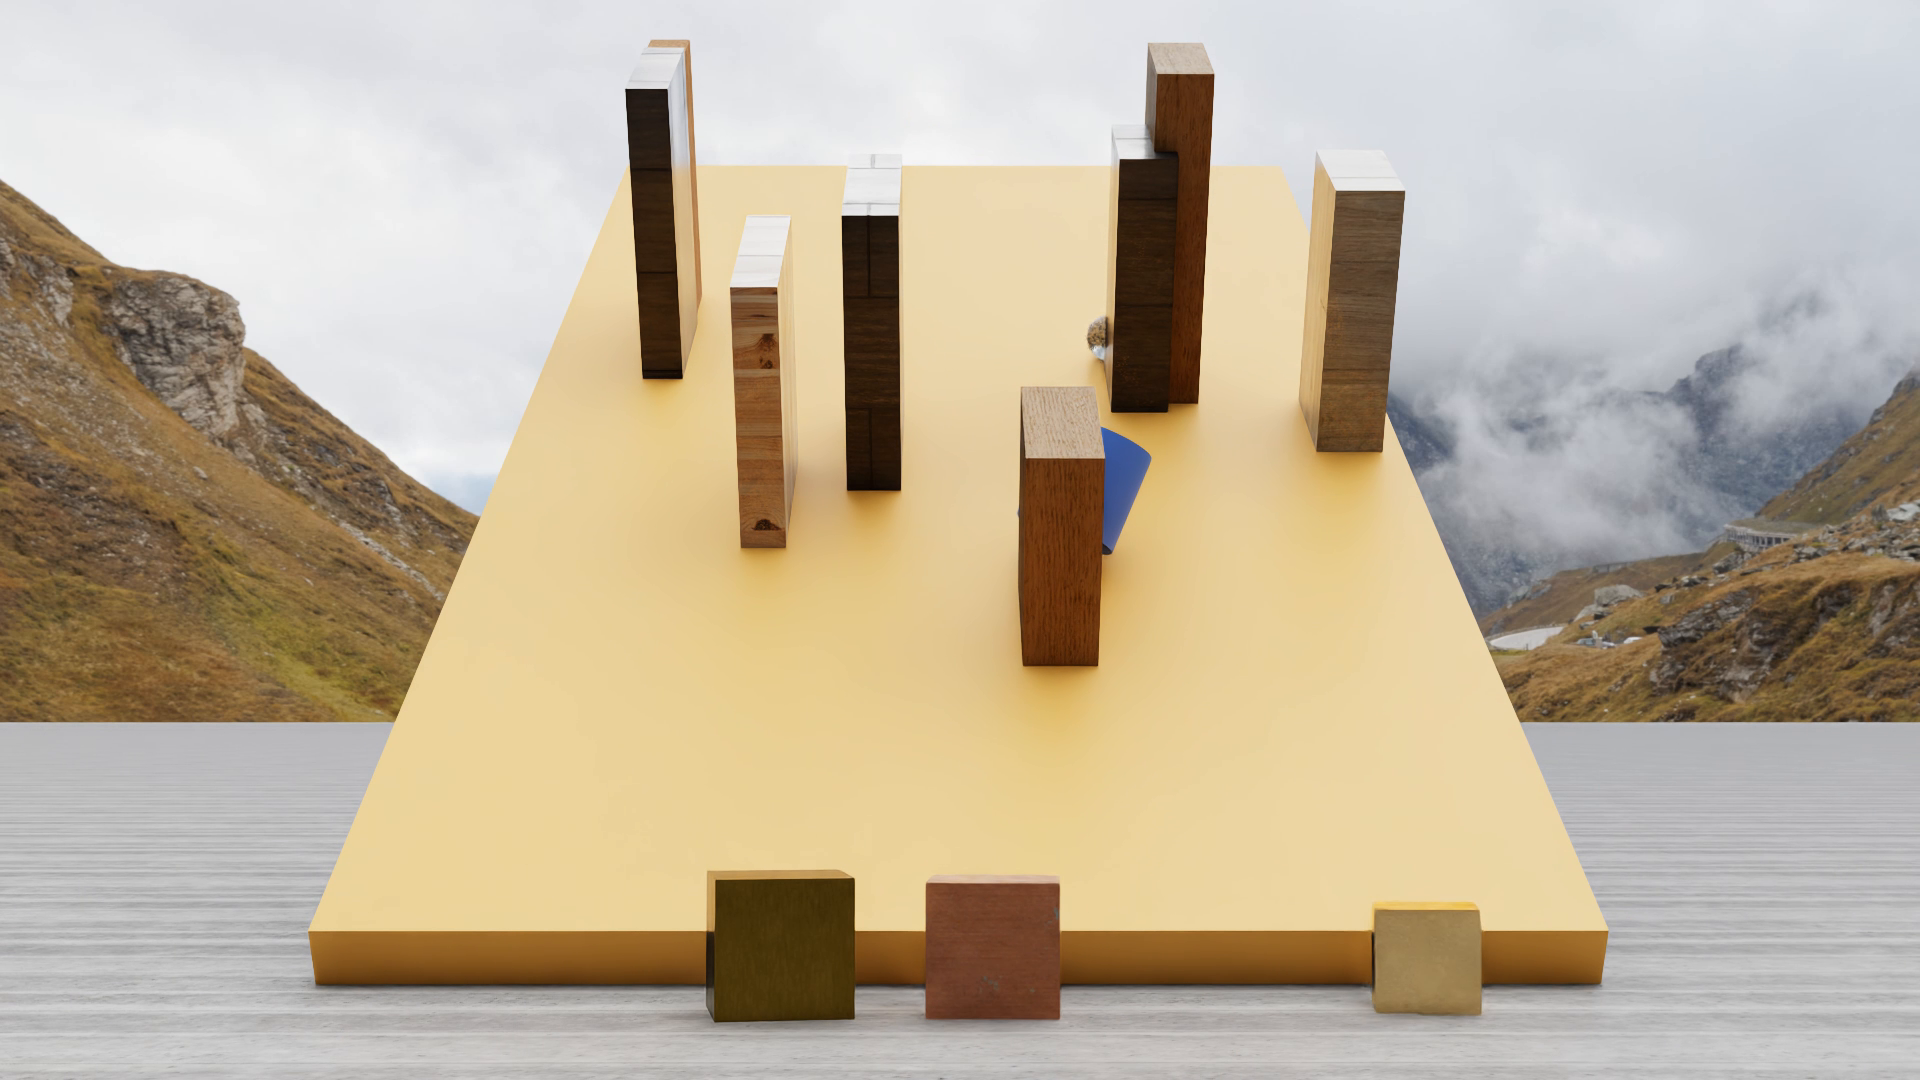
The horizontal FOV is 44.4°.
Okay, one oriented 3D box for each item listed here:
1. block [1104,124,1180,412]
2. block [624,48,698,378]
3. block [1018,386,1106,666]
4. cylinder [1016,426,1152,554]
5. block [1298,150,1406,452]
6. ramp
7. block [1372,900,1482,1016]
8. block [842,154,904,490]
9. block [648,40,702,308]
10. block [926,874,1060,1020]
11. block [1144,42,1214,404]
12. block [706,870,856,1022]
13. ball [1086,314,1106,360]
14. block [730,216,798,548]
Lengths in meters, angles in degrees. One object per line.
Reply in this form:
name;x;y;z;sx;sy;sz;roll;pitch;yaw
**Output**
block;0.417;-0.629;5.458;0.132;0.607;0.275;0;26;0
block;-0.713;-0.786;5.660;0.097;0.708;0.374;0;26;0
block;0.187;-0.029;4.435;0.141;0.422;0.338;0;26;0
cylinder;0.250;-0.108;4.744;0.208;0.208;0.208;23;-9;4
block;0.871;-0.535;5.268;0.148;0.607;0.300;0;26;0
ramp;-0.010;-0.229;5.441;2.000;0.100;4.000;0;26;0
block;0.664;0.595;3.362;0.146;0.146;0.146;-1;-4;8
block;-0.185;-0.479;5.134;0.117;0.618;0.433;0;26;0
block;-0.722;-0.866;5.861;0.097;0.675;0.365;0;26;0
block;0.049;0.573;3.331;0.185;0.185;0.185;0;-4;2
block;0.495;-0.733;5.472;0.127;0.783;0.278;0;26;0
block;-0.256;0.569;3.323;0.192;0.192;0.192;1;-4;-10
ball;0.366;-0.493;5.740;0.115;0.115;0.115;0;-4;0
block;-0.403;-0.335;4.897;0.093;0.565;0.444;0;26;0
